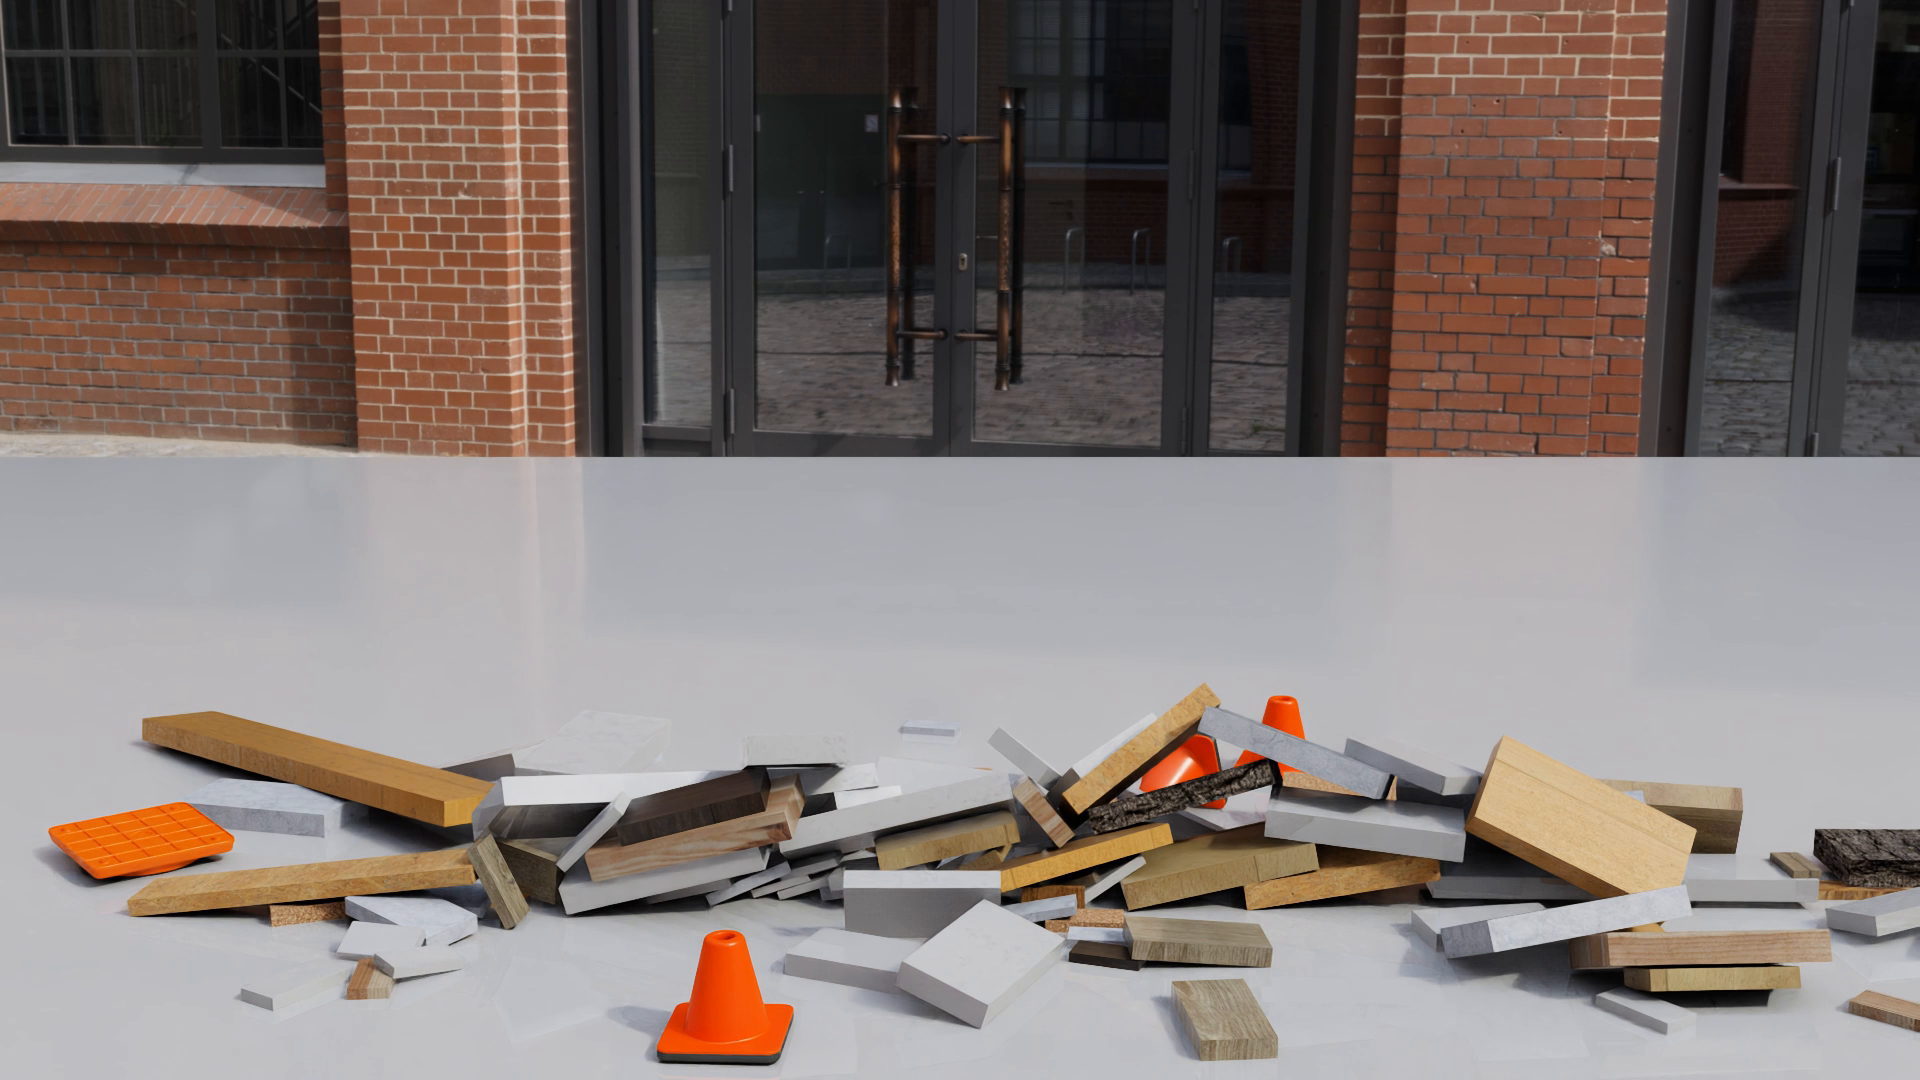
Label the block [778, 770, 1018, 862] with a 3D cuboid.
[{"bbox_3d":[-0.102,0.461,3.641,0.386,0.047,0.167,-13,-16,0],"label":"block"}]

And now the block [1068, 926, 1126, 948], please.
[{"bbox_3d":[0.225,0.624,3.442,0.111,0.016,0.055,1,11,6],"label":"block"}]

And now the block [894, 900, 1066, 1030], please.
[{"bbox_3d":[0.033,0.624,3.259,0.143,0.041,0.286,23,19,20],"label":"block"}]

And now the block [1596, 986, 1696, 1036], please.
[{"bbox_3d":[0.986,0.675,3.161,0.063,0.018,0.126,-7,13,-33],"label":"block"}]

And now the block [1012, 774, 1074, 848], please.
[{"bbox_3d":[0.141,0.459,3.762,0.034,0.119,0.330,-40,-4,-2],"label":"block"}]

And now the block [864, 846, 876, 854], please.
[{"bbox_3d":[-0.107,0.537,3.909,0.113,0.016,0.057,-9,14,-41],"label":"block"}]

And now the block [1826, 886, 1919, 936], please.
[{"bbox_3d":[1.505,0.587,3.498,0.220,0.031,0.110,-8,0,-20],"label":"block"}]

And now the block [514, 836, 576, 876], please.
[{"bbox_3d":[-0.625,0.538,3.825,0.317,0.045,0.158,-9,14,-39],"label":"block"}]

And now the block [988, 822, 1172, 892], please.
[{"bbox_3d":[0.187,0.518,3.605,0.307,0.033,0.115,-13,-1,-19],"label":"block"}]

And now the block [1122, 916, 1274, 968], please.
[{"bbox_3d":[0.364,0.618,3.386,0.214,0.030,0.107,4,10,-4],"label":"block"}]

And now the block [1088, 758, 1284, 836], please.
[{"bbox_3d":[0.383,0.431,3.715,0.311,0.044,0.156,-18,-9,12],"label":"block"}]

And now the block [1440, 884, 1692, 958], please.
[{"bbox_3d":[0.920,0.581,3.346,0.331,0.047,0.166,-7,-12,-14],"label":"block"}]

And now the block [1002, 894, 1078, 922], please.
[{"bbox_3d":[0.118,0.595,3.523,0.137,0.016,0.055,-11,10,7],"label":"block"}]

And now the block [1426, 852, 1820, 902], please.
[{"bbox_3d":[1.089,0.558,3.654,0.623,0.037,0.130,0,11,2],"label":"block"}]

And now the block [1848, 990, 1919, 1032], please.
[{"bbox_3d":[1.349,0.677,3.151,0.126,0.018,0.063,10,15,43],"label":"block"}]

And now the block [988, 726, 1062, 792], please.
[{"bbox_3d":[0.143,0.409,3.895,0.121,0.034,0.243,37,-3,29],"label":"block"}]

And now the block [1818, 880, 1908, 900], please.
[{"bbox_3d":[1.259,0.583,3.666,0.769,0.015,0.054,0,11,1],"label":"block"}]

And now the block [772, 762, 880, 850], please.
[{"bbox_3d":[-0.239,0.461,3.795,0.143,0.041,0.286,-6,-24,-17],"label":"block"}]

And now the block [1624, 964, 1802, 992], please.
[{"bbox_3d":[1.099,0.640,3.217,0.220,0.031,0.110,-1,-9,-3],"label":"block"}]

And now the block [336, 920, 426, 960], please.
[{"bbox_3d":[-0.889,0.620,3.381,0.121,0.017,0.060,3,42,15],"label":"block"}]

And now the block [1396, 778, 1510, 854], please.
[{"bbox_3d":[0.869,0.463,3.702,0.260,0.130,0.037,3,35,18],"label":"block"}]

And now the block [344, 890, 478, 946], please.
[{"bbox_3d":[-0.871,0.594,3.488,0.201,0.028,0.100,15,23,35],"label":"block"}]

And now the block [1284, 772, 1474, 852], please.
[{"bbox_3d":[0.752,0.490,3.951,0.342,0.048,0.171,2,26,9],"label":"block"}]

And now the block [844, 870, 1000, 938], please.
[{"bbox_3d":[-0.059,0.570,3.442,0.243,0.121,0.034,0,42,0],"label":"block"}]

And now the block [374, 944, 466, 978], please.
[{"bbox_3d":[-0.815,0.635,3.317,0.121,0.017,0.060,1,13,-45],"label":"block"}]

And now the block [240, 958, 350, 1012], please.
[{"bbox_3d":[-0.982,0.657,3.253,0.071,0.020,0.141,7,13,33],"label":"block"}]

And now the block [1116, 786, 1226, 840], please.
[{"bbox_3d":[0.382,0.511,3.893,0.021,0.072,0.347,-6,12,-29],"label":"block"}]

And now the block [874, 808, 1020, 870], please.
[{"bbox_3d":[-0.023,0.490,3.586,0.230,0.033,0.115,-12,5,-4],"label":"block"}]

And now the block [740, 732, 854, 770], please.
[{"bbox_3d":[-0.279,0.359,3.716,0.172,0.049,0.344,-1,-7,-8],"label":"block"}]

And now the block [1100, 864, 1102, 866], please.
[{"bbox_3d":[0.266,0.558,3.801,0.099,0.014,0.049,-5,12,-27],"label":"block"}]

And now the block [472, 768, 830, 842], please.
[{"bbox_3d":[-0.493,0.449,3.756,0.644,0.049,0.172,2,-27,-30],"label":"block"}]

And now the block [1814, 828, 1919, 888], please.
[{"bbox_3d":[1.646,0.539,3.730,0.331,0.047,0.166,0,11,1],"label":"block"}]

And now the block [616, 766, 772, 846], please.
[{"bbox_3d":[-0.429,0.430,3.556,0.238,0.034,0.119,-14,14,3],"label":"block"}]

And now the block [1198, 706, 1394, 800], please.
[{"bbox_3d":[0.565,0.356,3.686,0.311,0.044,0.156,20,0,19],"label":"block"}]

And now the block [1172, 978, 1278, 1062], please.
[{"bbox_3d":[0.372,0.678,3.114,0.107,0.030,0.214,-1,11,-5],"label":"block"}]

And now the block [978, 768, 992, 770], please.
[{"bbox_3d":[-0.010,0.465,4.288,0.145,0.021,0.072,0,11,-1],"label":"block"}]

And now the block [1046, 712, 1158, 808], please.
[{"bbox_3d":[0.253,0.384,3.835,0.216,0.031,0.108,-28,-17,-38],"label":"block"}]

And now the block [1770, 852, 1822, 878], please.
[{"bbox_3d":[1.380,0.537,3.632,0.047,0.013,0.094,-1,11,-3],"label":"block"}]

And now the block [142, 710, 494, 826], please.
[{"bbox_3d":[-1.236,0.429,4.229,1.093,0.045,0.158,6,7,43],"label":"block"}]

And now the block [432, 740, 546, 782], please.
[{"bbox_3d":[-0.893,0.429,4.163,0.309,0.044,0.154,-14,1,35],"label":"block"}]

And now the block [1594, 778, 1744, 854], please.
[{"bbox_3d":[1.121,0.485,3.771,0.401,0.171,0.048,3,45,13],"label":"block"}]

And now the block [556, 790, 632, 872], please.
[{"bbox_3d":[-0.593,0.472,3.564,0.020,0.141,0.071,44,13,-8],"label":"block"}]

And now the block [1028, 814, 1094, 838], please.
[{"bbox_3d":[-0.032,0.506,4.039,0.612,0.031,0.108,1,11,8],"label":"block"}]

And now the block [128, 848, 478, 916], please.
[{"bbox_3d":[-1.054,0.554,3.568,0.581,0.028,0.100,-6,11,8],"label":"block"}]
